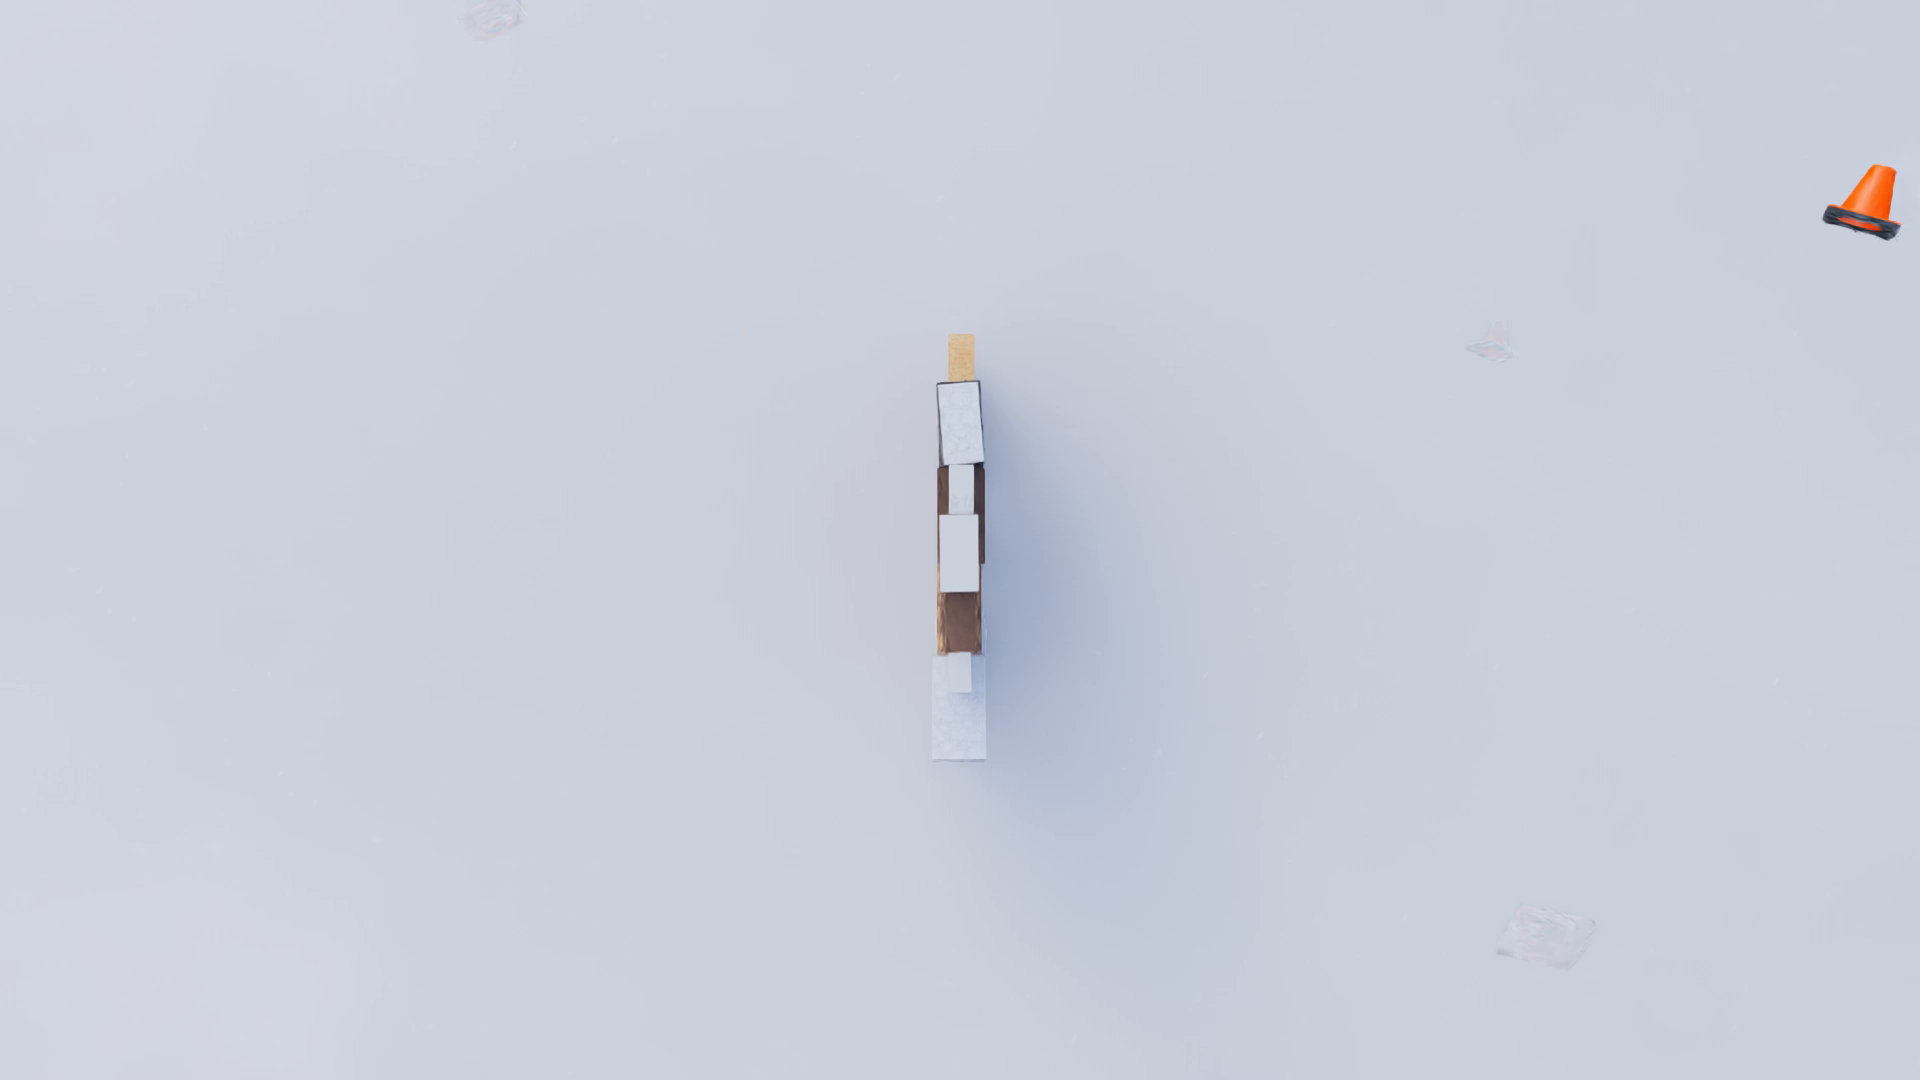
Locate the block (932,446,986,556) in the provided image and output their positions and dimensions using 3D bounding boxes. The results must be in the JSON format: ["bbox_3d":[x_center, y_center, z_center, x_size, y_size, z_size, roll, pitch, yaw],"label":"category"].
[{"bbox_3d":[-0.004,-0.122,5.139,0.169,0.048,0.337,0,90,0],"label":"block"}]

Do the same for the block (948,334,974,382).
[{"bbox_3d":[0.004,-0.539,4.954,0.080,0.023,0.159,0,90,0],"label":"block"}]

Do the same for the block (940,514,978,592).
[{"bbox_3d":[-0.002,0.035,4.326,0.100,0.028,0.201,-1,89,0],"label":"block"}]

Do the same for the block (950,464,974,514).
[{"bbox_3d":[0.003,-0.135,4.403,0.065,0.018,0.130,0,90,0],"label":"block"}]

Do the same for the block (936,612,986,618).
[{"bbox_3d":[0.002,0.252,5.045,0.149,0.297,0.042,0,91,0],"label":"block"}]

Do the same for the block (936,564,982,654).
[{"bbox_3d":[-0.002,0.193,4.594,0.124,0.035,0.247,0,94,0],"label":"block"}]

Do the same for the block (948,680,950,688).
[{"bbox_3d":[-0.001,0.394,4.512,0.059,0.119,0.017,0,88,0],"label":"block"}]

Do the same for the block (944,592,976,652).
[{"bbox_3d":[0.001,0.219,4.409,0.078,0.022,0.157,-2,94,0],"label":"block"}]

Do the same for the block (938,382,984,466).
[{"bbox_3d":[0.002,-0.316,4.478,0.108,0.031,0.217,-5,90,0],"label":"block"}]

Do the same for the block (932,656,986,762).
[{"bbox_3d":[-0.003,0.468,4.569,0.147,0.042,0.294,0,69,0],"label":"block"}]

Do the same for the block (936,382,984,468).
[{"bbox_3d":[0.000,-0.327,4.729,0.126,0.036,0.251,-2,90,0],"label":"block"}]

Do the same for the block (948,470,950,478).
[{"bbox_3d":[0.003,-0.178,4.477,0.065,0.131,0.018,0,90,0],"label":"block"}]

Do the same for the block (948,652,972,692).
[{"bbox_3d":[0.000,0.352,4.449,0.059,0.017,0.119,-2,81,0],"label":"block"}]

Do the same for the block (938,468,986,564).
[{"bbox_3d":[0.003,-0.066,4.561,0.132,0.037,0.264,0,90,0],"label":"block"}]

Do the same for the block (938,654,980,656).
[{"bbox_3d":[-0.001,0.301,4.745,0.124,0.248,0.035,-1,79,0],"label":"block"}]

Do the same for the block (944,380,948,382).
[{"bbox_3d":[-0.003,-0.403,5.138,0.095,0.027,0.191,-1,90,0],"label":"block"}]

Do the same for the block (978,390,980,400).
[{"bbox_3d":[0.000,-0.388,4.603,0.108,0.217,0.031,-2,88,0],"label":"block"}]

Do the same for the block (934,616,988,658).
[{"bbox_3d":[-0.001,0.360,4.935,0.148,0.042,0.297,2,127,-2],"label":"block"}]

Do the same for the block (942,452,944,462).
[{"bbox_3d":[0.003,-0.243,4.603,0.108,0.217,0.031,-1,89,0],"label":"block"}]
